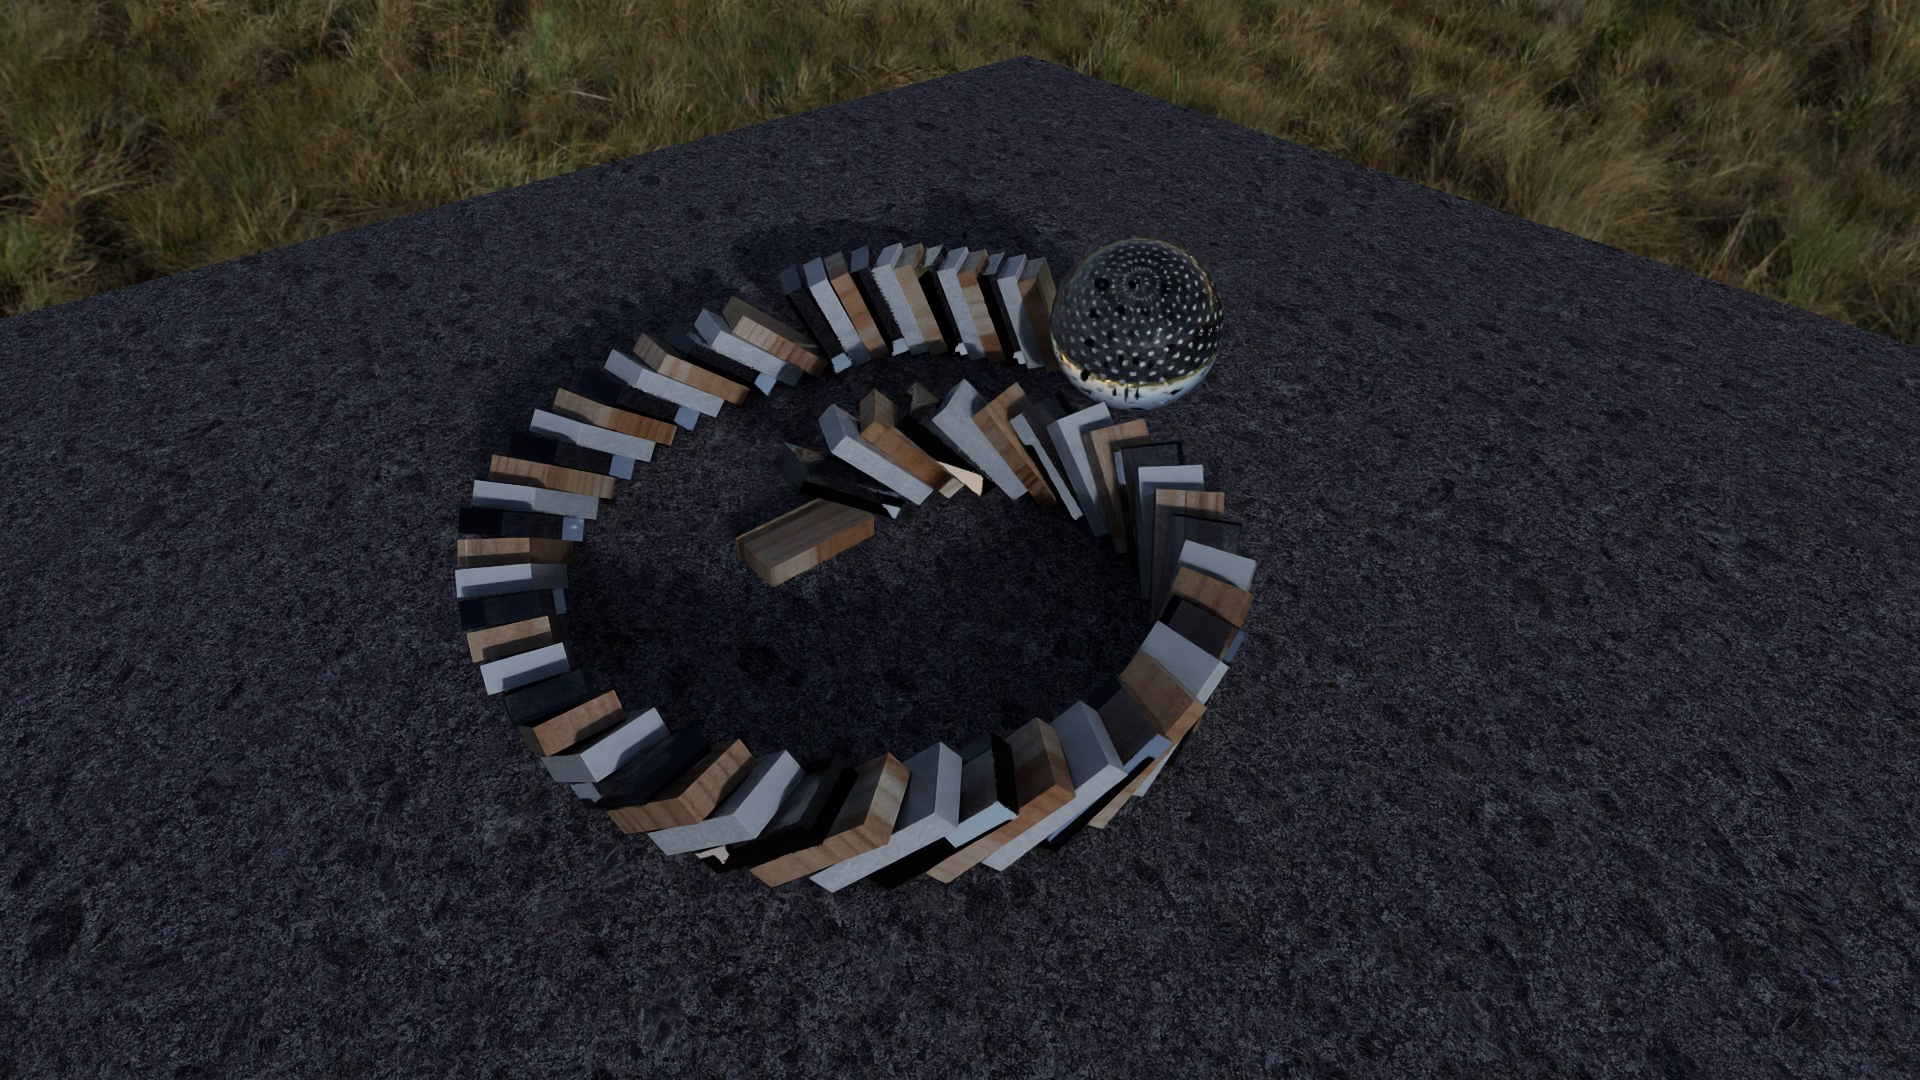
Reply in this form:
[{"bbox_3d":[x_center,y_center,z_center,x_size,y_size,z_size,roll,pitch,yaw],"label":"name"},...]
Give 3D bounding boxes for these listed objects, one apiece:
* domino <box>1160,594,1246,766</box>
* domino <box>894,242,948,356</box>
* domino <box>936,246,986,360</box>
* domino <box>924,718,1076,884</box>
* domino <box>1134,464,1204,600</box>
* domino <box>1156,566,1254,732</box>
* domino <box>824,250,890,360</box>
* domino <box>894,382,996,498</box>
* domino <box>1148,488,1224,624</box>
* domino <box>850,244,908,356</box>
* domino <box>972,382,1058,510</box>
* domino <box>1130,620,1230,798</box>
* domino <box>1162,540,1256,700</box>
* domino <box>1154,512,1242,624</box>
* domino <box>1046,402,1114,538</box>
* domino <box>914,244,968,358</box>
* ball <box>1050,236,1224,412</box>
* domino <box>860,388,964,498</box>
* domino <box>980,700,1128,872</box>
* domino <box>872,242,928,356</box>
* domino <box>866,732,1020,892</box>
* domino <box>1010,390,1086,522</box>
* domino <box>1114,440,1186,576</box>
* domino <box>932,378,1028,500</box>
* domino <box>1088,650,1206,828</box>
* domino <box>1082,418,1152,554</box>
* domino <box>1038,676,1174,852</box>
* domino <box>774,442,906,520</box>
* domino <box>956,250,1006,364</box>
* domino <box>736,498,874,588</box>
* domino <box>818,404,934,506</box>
[{"bbox_3d":[0.070,0.046,0.363,0.025,0.010,0.050,29,90,31],"label":"domino"},{"bbox_3d":[-0.017,-0.122,0.561,0.010,0.050,0.025,-11,35,22],"label":"domino"},{"bbox_3d":[0.004,-0.120,0.557,0.010,0.050,0.025,-8,35,23],"label":"domino"},{"bbox_3d":[0.009,0.077,0.325,0.050,0.009,0.025,-39,36,19],"label":"domino"},{"bbox_3d":[0.081,-0.003,0.422,0.025,0.010,0.050,-2,83,-3],"label":"domino"},{"bbox_3d":[0.078,0.037,0.373,0.025,0.010,0.050,23,87,25],"label":"domino"},{"bbox_3d":[-0.052,-0.118,0.555,0.010,0.050,0.025,-25,41,4],"label":"domino"},{"bbox_3d":[-0.005,-0.043,0.471,0.050,0.010,0.025,38,33,-22],"label":"domino"},{"bbox_3d":[0.084,0.007,0.410,0.025,0.009,0.050,3,82,4],"label":"domino"},{"bbox_3d":[-0.040,-0.122,0.560,0.010,0.050,0.025,-18,38,12],"label":"domino"},{"bbox_3d":[0.030,-0.040,0.468,0.050,0.009,0.025,52,51,-5],"label":"domino"},{"bbox_3d":[0.061,0.054,0.353,0.025,0.010,0.050,35,93,35],"label":"domino"},{"bbox_3d":[0.083,0.028,0.385,0.025,0.009,0.050,18,85,20],"label":"domino"},{"bbox_3d":[0.085,0.017,0.397,0.025,0.009,0.050,9,84,11],"label":"domino"},{"bbox_3d":[0.058,-0.029,0.453,0.025,0.010,0.050,-24,89,-26],"label":"domino"},{"bbox_3d":[-0.006,-0.121,0.560,0.010,0.050,0.025,-9,35,24],"label":"domino"},{"bbox_3d":[0.082,-0.100,0.509,0.080,0.080,0.080,0,39,0],"label":"ball"},{"bbox_3d":[-0.020,-0.041,0.468,0.050,0.010,0.025,35,28,-28],"label":"domino"},{"bbox_3d":[0.024,0.074,0.329,0.050,0.009,0.025,-42,39,16],"label":"domino"},{"bbox_3d":[-0.027,-0.123,0.561,0.009,0.050,0.025,-11,35,22],"label":"domino"},{"bbox_3d":[-0.006,0.080,0.322,0.050,0.010,0.025,-36,33,23],"label":"domino"},{"bbox_3d":[0.044,-0.035,0.461,0.025,0.009,0.050,-33,93,-34],"label":"domino"},{"bbox_3d":[0.078,-0.013,0.434,0.025,0.009,0.050,-6,83,-8],"label":"domino"},{"bbox_3d":[0.012,-0.043,0.471,0.050,0.009,0.025,44,41,-14],"label":"domino"},{"bbox_3d":[0.050,0.062,0.343,0.050,0.009,0.025,-51,49,7],"label":"domino"},{"bbox_3d":[0.069,-0.022,0.445,0.025,0.009,0.050,-15,86,-18],"label":"domino"},{"bbox_3d":[0.038,0.068,0.335,0.050,0.009,0.025,-46,44,11],"label":"domino"},{"bbox_3d":[-0.049,-0.024,0.451,0.050,0.010,0.025,16,22,-43],"label":"domino"},{"bbox_3d":[0.014,-0.118,0.555,0.010,0.050,0.025,-8,35,23],"label":"domino"},{"bbox_3d":[-0.062,-0.002,0.445,0.050,0.010,0.025,-29,47,-31],"label":"domino"},{"bbox_3d":[-0.035,-0.036,0.461,0.050,0.009,0.025,31,22,-37],"label":"domino"}]
